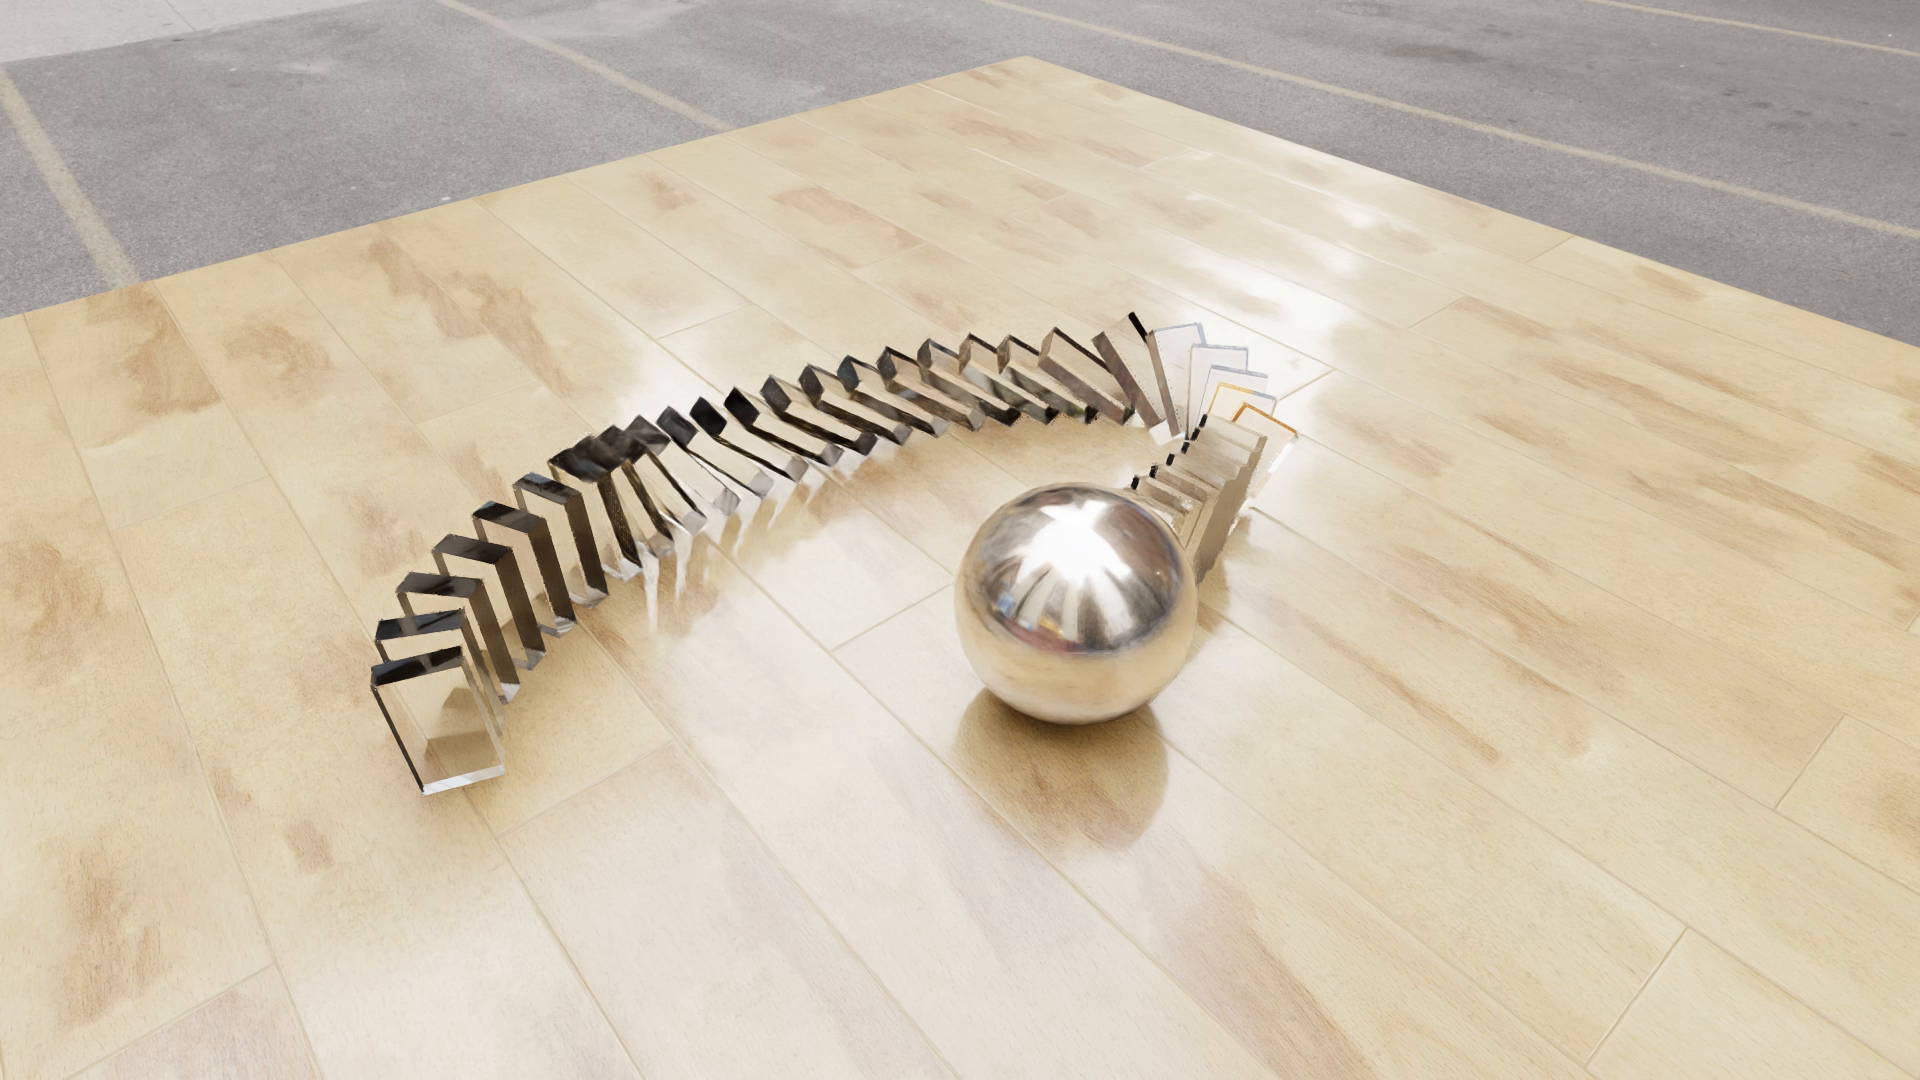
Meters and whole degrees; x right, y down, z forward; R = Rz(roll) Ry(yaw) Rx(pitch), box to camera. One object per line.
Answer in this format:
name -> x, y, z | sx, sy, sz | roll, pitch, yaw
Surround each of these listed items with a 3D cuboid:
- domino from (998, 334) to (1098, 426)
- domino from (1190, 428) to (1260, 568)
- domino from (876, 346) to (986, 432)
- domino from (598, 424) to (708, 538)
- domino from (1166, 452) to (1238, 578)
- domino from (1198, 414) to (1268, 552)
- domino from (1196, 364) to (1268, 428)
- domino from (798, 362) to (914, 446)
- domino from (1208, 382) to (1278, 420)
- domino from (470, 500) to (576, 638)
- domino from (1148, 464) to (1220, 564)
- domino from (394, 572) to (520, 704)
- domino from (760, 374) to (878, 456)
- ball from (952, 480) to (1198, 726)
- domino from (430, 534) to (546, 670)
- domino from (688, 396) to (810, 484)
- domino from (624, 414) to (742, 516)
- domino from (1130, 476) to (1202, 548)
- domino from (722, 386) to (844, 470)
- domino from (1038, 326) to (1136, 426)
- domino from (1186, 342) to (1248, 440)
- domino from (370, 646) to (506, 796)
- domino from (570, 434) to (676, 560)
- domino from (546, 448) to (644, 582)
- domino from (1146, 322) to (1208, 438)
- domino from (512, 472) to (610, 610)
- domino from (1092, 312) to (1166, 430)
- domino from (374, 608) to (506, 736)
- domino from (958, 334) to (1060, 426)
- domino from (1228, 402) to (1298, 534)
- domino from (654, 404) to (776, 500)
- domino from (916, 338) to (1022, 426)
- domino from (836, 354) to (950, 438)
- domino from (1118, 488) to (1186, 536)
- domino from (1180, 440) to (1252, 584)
domino -> 0.041, -0.075, 0.515 | 0.050, 0.009, 0.025 | 26, 34, -20
domino -> 0.096, -0.016, 0.432 | 0.025, 0.050, 0.009 | 31, 22, 32
domino -> -0.013, -0.069, 0.507 | 0.050, 0.010, 0.025 | 22, 29, -31
domino -> -0.123, -0.023, 0.440 | 0.025, 0.050, 0.009 | 31, 71, 32
domino -> 0.083, -0.005, 0.419 | 0.025, 0.050, 0.010 | 31, 23, 32
domino -> 0.101, -0.023, 0.440 | 0.025, 0.050, 0.010 | 30, 22, 31
domino -> 0.117, -0.050, 0.482 | 0.025, 0.009, 0.050 | 13, 80, 16
domino -> -0.047, -0.061, 0.495 | 0.050, 0.010, 0.025 | 21, 24, -38
domino -> 0.114, -0.040, 0.468 | 0.025, 0.010, 0.050 | 19, 83, 21
domino -> -0.157, 0.011, 0.398 | 0.025, 0.050, 0.009 | 16, 42, 18
domino -> 0.076, 0.000, 0.413 | 0.025, 0.050, 0.010 | 31, 23, 32
domino -> -0.168, 0.034, 0.370 | 0.025, 0.050, 0.009 | 5, 40, 6
domino -> -0.062, -0.055, 0.487 | 0.050, 0.009, 0.025 | 21, 20, -44
ball -> 0.038, 0.021, 0.363 | 0.080, 0.080, 0.080 | 0, 39, 0
domino -> -0.164, 0.022, 0.384 | 0.025, 0.050, 0.009 | 11, 41, 13
domino -> -0.089, -0.042, 0.469 | 0.025, 0.050, 0.010 | 40, 97, 38
domino -> -0.113, -0.030, 0.450 | 0.025, 0.050, 0.010 | 34, 81, 34
domino -> 0.068, 0.004, 0.407 | 0.025, 0.050, 0.010 | 31, 23, 32
domino -> -0.076, -0.048, 0.478 | 0.050, 0.009, 0.025 | 23, 15, -49
domino -> 0.060, -0.077, 0.516 | 0.050, 0.010, 0.025 | 33, 37, -15
domino -> 0.116, -0.063, 0.496 | 0.025, 0.010, 0.050 | 4, 79, 3
domino -> -0.161, 0.057, 0.342 | 0.025, 0.050, 0.010 | -13, 41, -16
domino -> -0.131, -0.016, 0.431 | 0.025, 0.050, 0.010 | 29, 61, 30
domino -> -0.140, -0.009, 0.422 | 0.025, 0.050, 0.010 | 26, 50, 28
domino -> 0.105, -0.074, 0.509 | 0.025, 0.009, 0.050 | -12, 83, -15
domino -> -0.149, 0.001, 0.411 | 0.025, 0.050, 0.009 | 20, 43, 23
domino -> 0.085, -0.080, 0.515 | 0.025, 0.009, 0.050 | -37, 96, -36
domino -> -0.167, 0.046, 0.356 | 0.025, 0.050, 0.009 | -8, 40, -10
domino -> 0.023, -0.075, 0.514 | 0.050, 0.009, 0.025 | 27, 34, -21
domino -> 0.114, -0.029, 0.454 | 0.025, 0.009, 0.050 | 36, 89, 27
domino -> -0.102, -0.036, 0.459 | 0.025, 0.050, 0.010 | 38, 90, 37
domino -> 0.004, -0.073, 0.512 | 0.050, 0.009, 0.025 | 25, 31, -26
domino -> -0.030, -0.065, 0.501 | 0.050, 0.010, 0.025 | 21, 27, -35
domino -> 0.061, 0.009, 0.401 | 0.025, 0.050, 0.010 | 31, 23, 32
domino -> 0.090, -0.010, 0.425 | 0.025, 0.050, 0.009 | 31, 23, 32
